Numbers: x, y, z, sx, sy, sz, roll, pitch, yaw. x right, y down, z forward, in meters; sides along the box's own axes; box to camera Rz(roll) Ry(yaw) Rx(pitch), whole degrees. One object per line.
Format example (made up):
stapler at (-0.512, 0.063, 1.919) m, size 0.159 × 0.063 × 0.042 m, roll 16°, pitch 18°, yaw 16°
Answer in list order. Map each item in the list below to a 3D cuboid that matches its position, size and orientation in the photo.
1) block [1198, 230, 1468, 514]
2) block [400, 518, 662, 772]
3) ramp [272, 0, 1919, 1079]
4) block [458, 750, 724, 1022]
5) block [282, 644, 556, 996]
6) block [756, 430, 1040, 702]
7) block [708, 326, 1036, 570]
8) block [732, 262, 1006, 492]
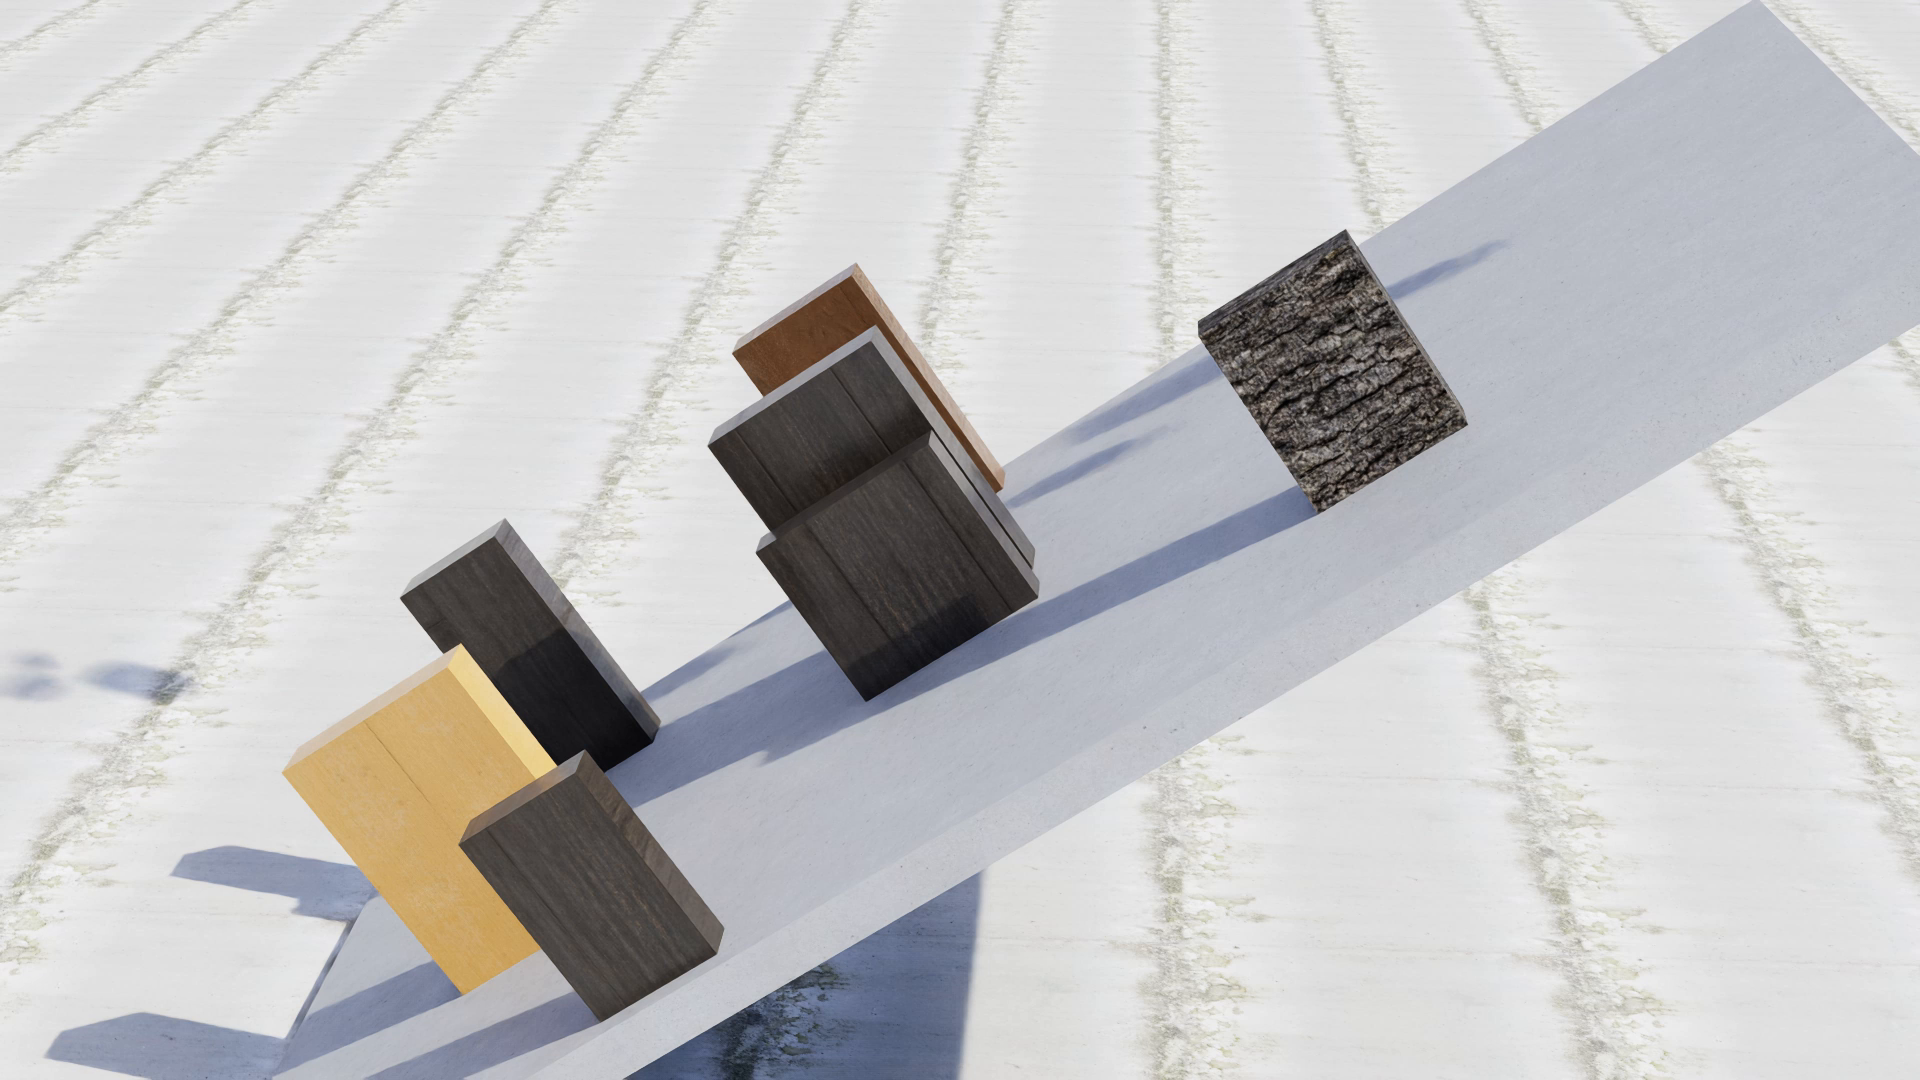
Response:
block at (0.702, -0.315, 5.546) m, size 0.329 × 0.423 × 0.099 m, roll -32°, pitch 16°, yaw 14°
block at (-1.028, 0.289, 7.064) m, size 0.287 × 0.631 × 0.125 m, roll -32°, pitch 16°, yaw 14°
ramp at (0.137, 0.172, 6.301) m, size 4.000 × 0.100 × 2.000 m, roll -32°, pitch 16°, yaw 14°
block at (-0.697, 0.659, 5.586) m, size 0.277 × 0.450 × 0.104 m, roll -32°, pitch 16°, yaw 14°
block at (-1.051, 0.595, 6.210) m, size 0.443 × 0.624 × 0.124 m, roll -32°, pitch 16°, yaw 14°
block at (-0.131, 0.058, 6.246) m, size 0.445 × 0.410 × 0.091 m, roll -32°, pitch 16°, yaw 14°
block at (-0.189, -0.091, 6.423) m, size 0.433 × 0.618 × 0.117 m, roll -32°, pitch 16°, yaw 14°
block at (-0.216, -0.304, 7.083) m, size 0.350 × 0.636 × 0.116 m, roll -32°, pitch 16°, yaw 14°
